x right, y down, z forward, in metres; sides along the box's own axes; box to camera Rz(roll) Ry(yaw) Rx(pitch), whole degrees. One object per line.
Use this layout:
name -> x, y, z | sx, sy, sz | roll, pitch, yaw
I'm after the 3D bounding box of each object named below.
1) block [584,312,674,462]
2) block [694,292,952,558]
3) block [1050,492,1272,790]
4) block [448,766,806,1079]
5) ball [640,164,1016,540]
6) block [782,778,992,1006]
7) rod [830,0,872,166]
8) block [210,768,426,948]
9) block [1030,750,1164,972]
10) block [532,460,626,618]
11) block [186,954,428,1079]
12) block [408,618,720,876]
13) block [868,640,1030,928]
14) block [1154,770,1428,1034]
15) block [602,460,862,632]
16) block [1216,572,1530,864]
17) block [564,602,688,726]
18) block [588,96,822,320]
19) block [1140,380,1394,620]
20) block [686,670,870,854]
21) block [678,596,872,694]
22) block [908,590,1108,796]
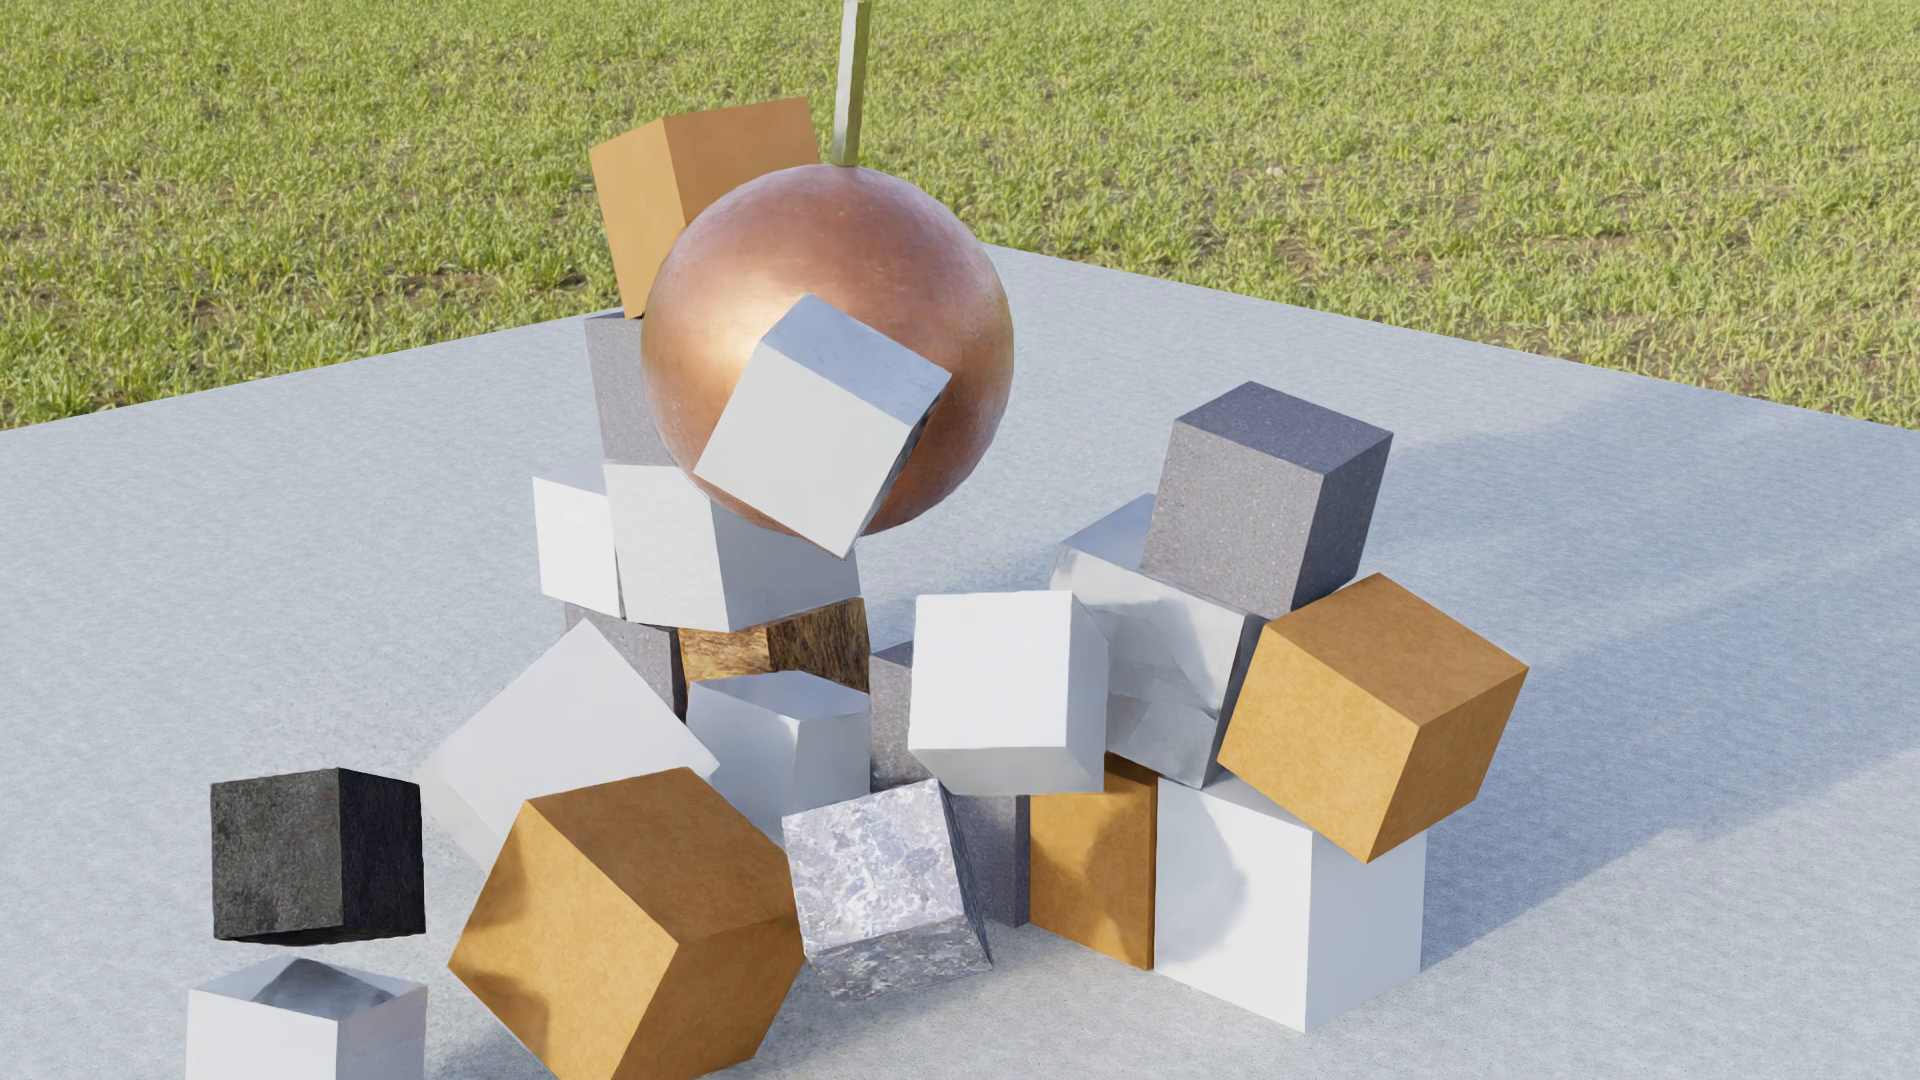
block -> -1.329, -0.801, 14.494 | 0.670, 0.707, 0.747 | -15, 12, -37
block -> -0.519, -0.450, 11.259 | 0.654, 0.605, 0.668 | 30, 24, 1
block -> 0.906, 0.411, 12.451 | 0.857, 0.804, 0.841 | 22, 25, 23
block -> -1.234, 1.527, 11.395 | 0.880, 0.814, 0.953 | 39, 24, 26
ball -> -0.563, -0.799, 12.501 | 1.600, 1.600, 1.600 | 0, 17, 0
block -> -0.272, 1.323, 10.984 | 0.601, 0.552, 0.558 | -15, 59, 4
rod -> -0.244, -4.109, 11.795 | 0.080, 5.200, 0.080 | 17, 16, 42
block -> -2.359, 1.178, 10.798 | 0.525, 0.563, 0.610 | -8, -13, 17
block -> 0.837, 1.276, 12.873 | 0.809, 0.845, 0.689 | -17, 24, -42
block -> -1.659, -0.043, 15.075 | 0.764, 0.624, 0.698 | -15, 19, -39
block -> -2.389, 1.965, 10.707 | 0.642, 0.691, 0.561 | 7, 8, 23
block -> -1.728, 1.018, 12.690 | 0.909, 0.853, 0.786 | -43, 2, -21
block -> 0.225, 1.017, 13.349 | 0.904, 1.055, 0.890 | 16, 24, 42
block -> 1.391, 1.417, 12.351 | 0.779, 0.890, 0.816 | -17, 24, -42
block -> -1.125, -0.052, 14.454 | 0.813, 0.798, 0.865 | -16, 12, -39
block -> 1.670, 0.706, 11.875 | 0.770, 0.677, 0.826 | 34, 35, 29
block -> -1.452, 0.647, 15.049 | 0.743, 0.702, 0.839 | -17, 21, -42
block -> -1.165, -1.575, 13.952 | 0.777, 0.835, 0.801 | -14, 3, -32
block -> 1.267, -0.164, 12.075 | 0.669, 0.662, 0.745 | 22, 25, 23
block -> -0.786, 1.073, 13.500 | 0.724, 0.751, 0.684 | 16, 13, 41
block -> -0.884, 0.733, 14.487 | 0.641, 0.806, 0.677 | -17, 13, -42
block -> 0.202, 0.613, 11.591 | 0.621, 0.627, 0.663 | -3, -21, 15
